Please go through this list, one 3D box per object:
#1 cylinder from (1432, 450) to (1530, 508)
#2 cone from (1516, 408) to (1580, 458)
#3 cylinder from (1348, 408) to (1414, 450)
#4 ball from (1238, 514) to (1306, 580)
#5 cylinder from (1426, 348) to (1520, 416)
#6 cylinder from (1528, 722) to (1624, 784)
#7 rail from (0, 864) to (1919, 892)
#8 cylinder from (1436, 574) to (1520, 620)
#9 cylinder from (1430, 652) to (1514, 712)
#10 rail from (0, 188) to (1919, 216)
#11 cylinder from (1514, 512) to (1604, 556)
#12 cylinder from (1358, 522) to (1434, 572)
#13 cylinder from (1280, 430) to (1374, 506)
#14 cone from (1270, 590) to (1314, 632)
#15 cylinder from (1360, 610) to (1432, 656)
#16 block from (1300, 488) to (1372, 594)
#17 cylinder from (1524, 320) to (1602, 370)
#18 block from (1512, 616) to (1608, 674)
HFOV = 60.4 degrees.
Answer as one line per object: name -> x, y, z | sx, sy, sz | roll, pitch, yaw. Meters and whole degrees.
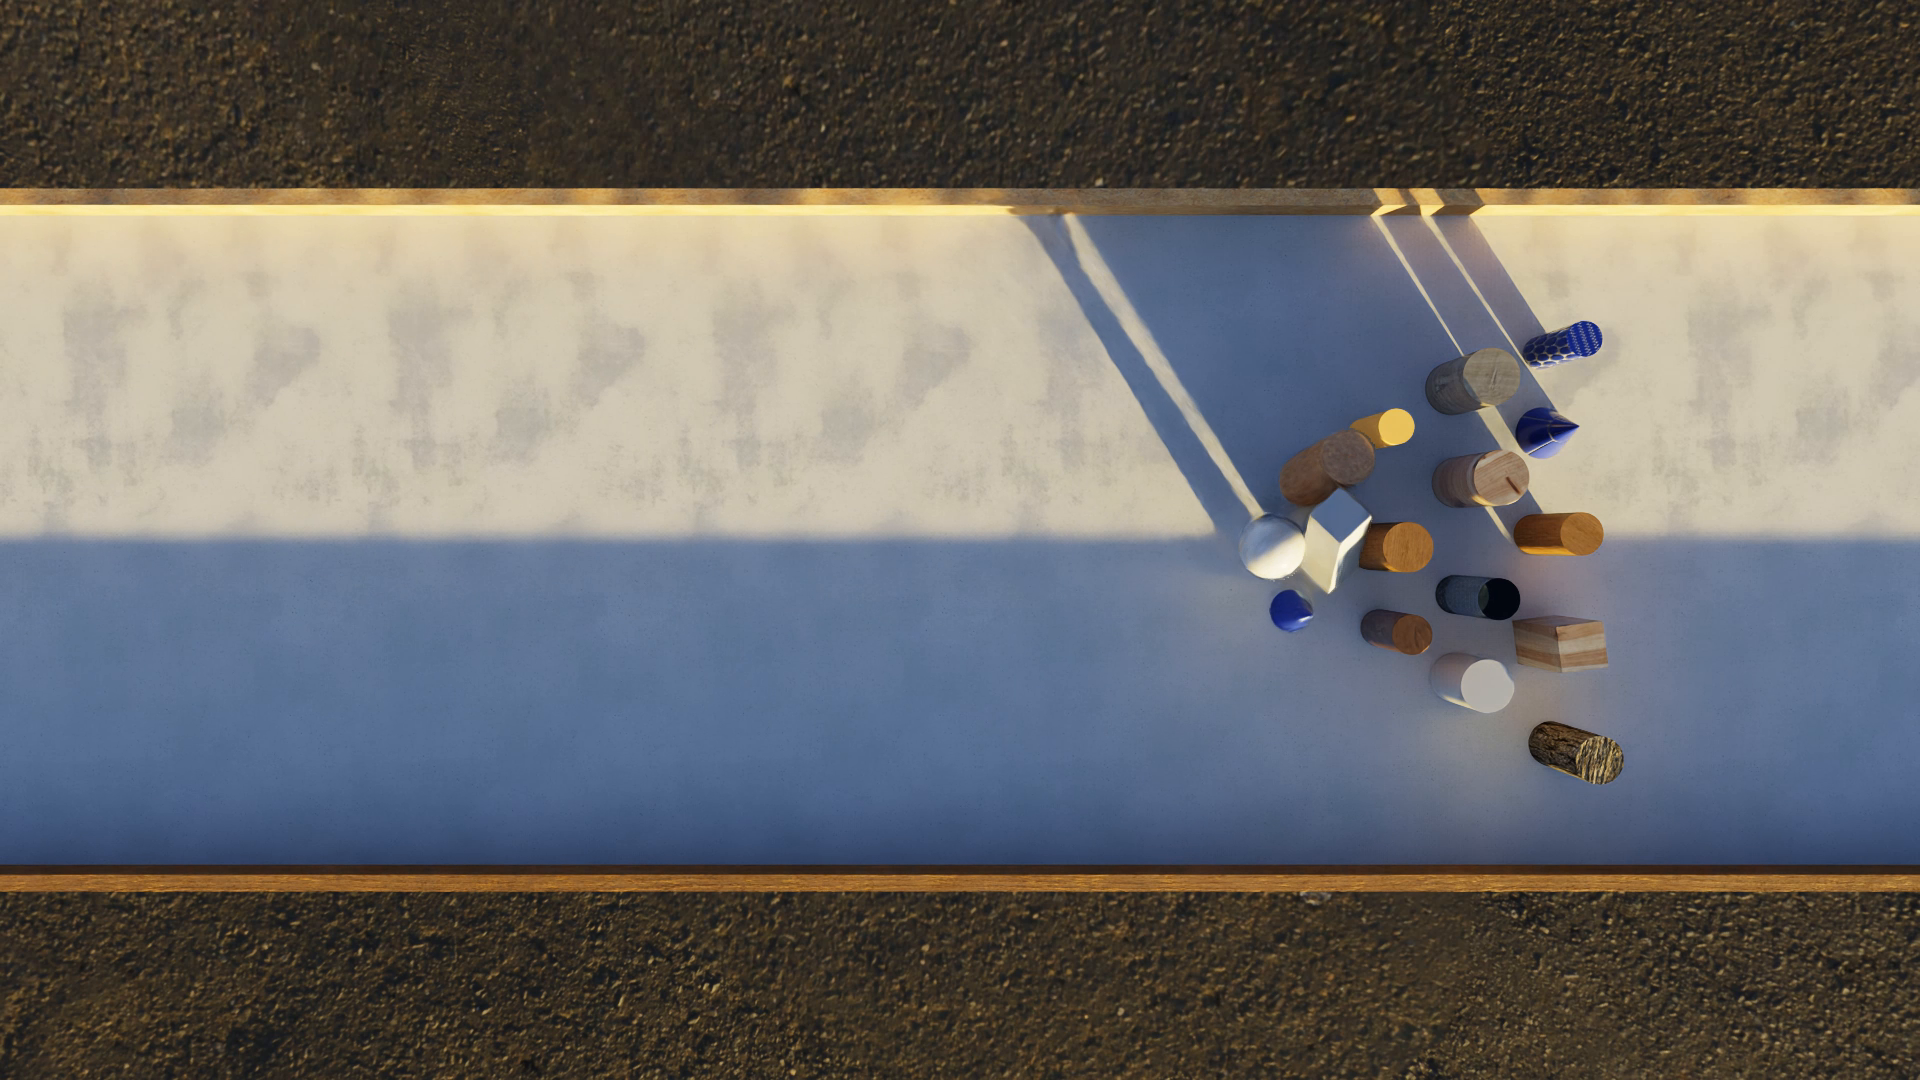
cylinder -> 1.530, -0.177, 4.868 | 0.157, 0.417, 0.157 | 0, 90, 0
cone -> 1.790, -0.329, 4.919 | 0.160, 0.315, 0.160 | 0, 90, 0
cylinder -> 1.243, -0.323, 4.886 | 0.102, 0.380, 0.102 | 0, 90, 0
ball -> 0.917, 0.019, 4.853 | 0.193, 0.193, 0.193 | 0, 90, 0
cylinder -> 1.514, -0.466, 4.886 | 0.165, 0.381, 0.165 | 0, 90, 0
cylinder -> 1.818, 0.626, 4.882 | 0.138, 0.390, 0.138 | 0, 90, 0
rail -> -2.247, 1.025, 5.001 | 12.000, 0.150, 0.050 | 0, 90, 0
cylinder -> 1.523, 0.167, 4.868 | 0.120, 0.418, 0.120 | 0, 90, 0
cylinder -> 1.525, 0.422, 4.922 | 0.155, 0.310, 0.155 | 0, 90, 0
rail -> -2.247, -1.025, 5.002 | 12.000, 0.150, 0.050 | 0, 90, 0
cylinder -> 1.765, -0.017, 4.879 | 0.124, 0.395, 0.124 | 0, 90, 0
cylinder -> 1.264, 0.021, 4.863 | 0.143, 0.426, 0.143 | 0, 90, 0
cylinder -> 1.081, -0.208, 4.881 | 0.159, 0.365, 0.159 | 1, 81, -8
cone -> 1.021, 0.218, 4.920 | 0.132, 0.311, 0.132 | 0, 90, 0
cylinder -> 1.290, 0.270, 4.890 | 0.116, 0.373, 0.116 | 0, 90, 0
block -> 1.097, 0.007, 4.839 | 0.121, 0.448, 0.121 | -41, 70, -8
cylinder -> 1.784, -0.575, 4.893 | 0.103, 0.366, 0.103 | 0, 90, 0
block -> 1.774, 0.306, 4.889 | 0.133, 0.375, 0.133 | -7, 90, 0
